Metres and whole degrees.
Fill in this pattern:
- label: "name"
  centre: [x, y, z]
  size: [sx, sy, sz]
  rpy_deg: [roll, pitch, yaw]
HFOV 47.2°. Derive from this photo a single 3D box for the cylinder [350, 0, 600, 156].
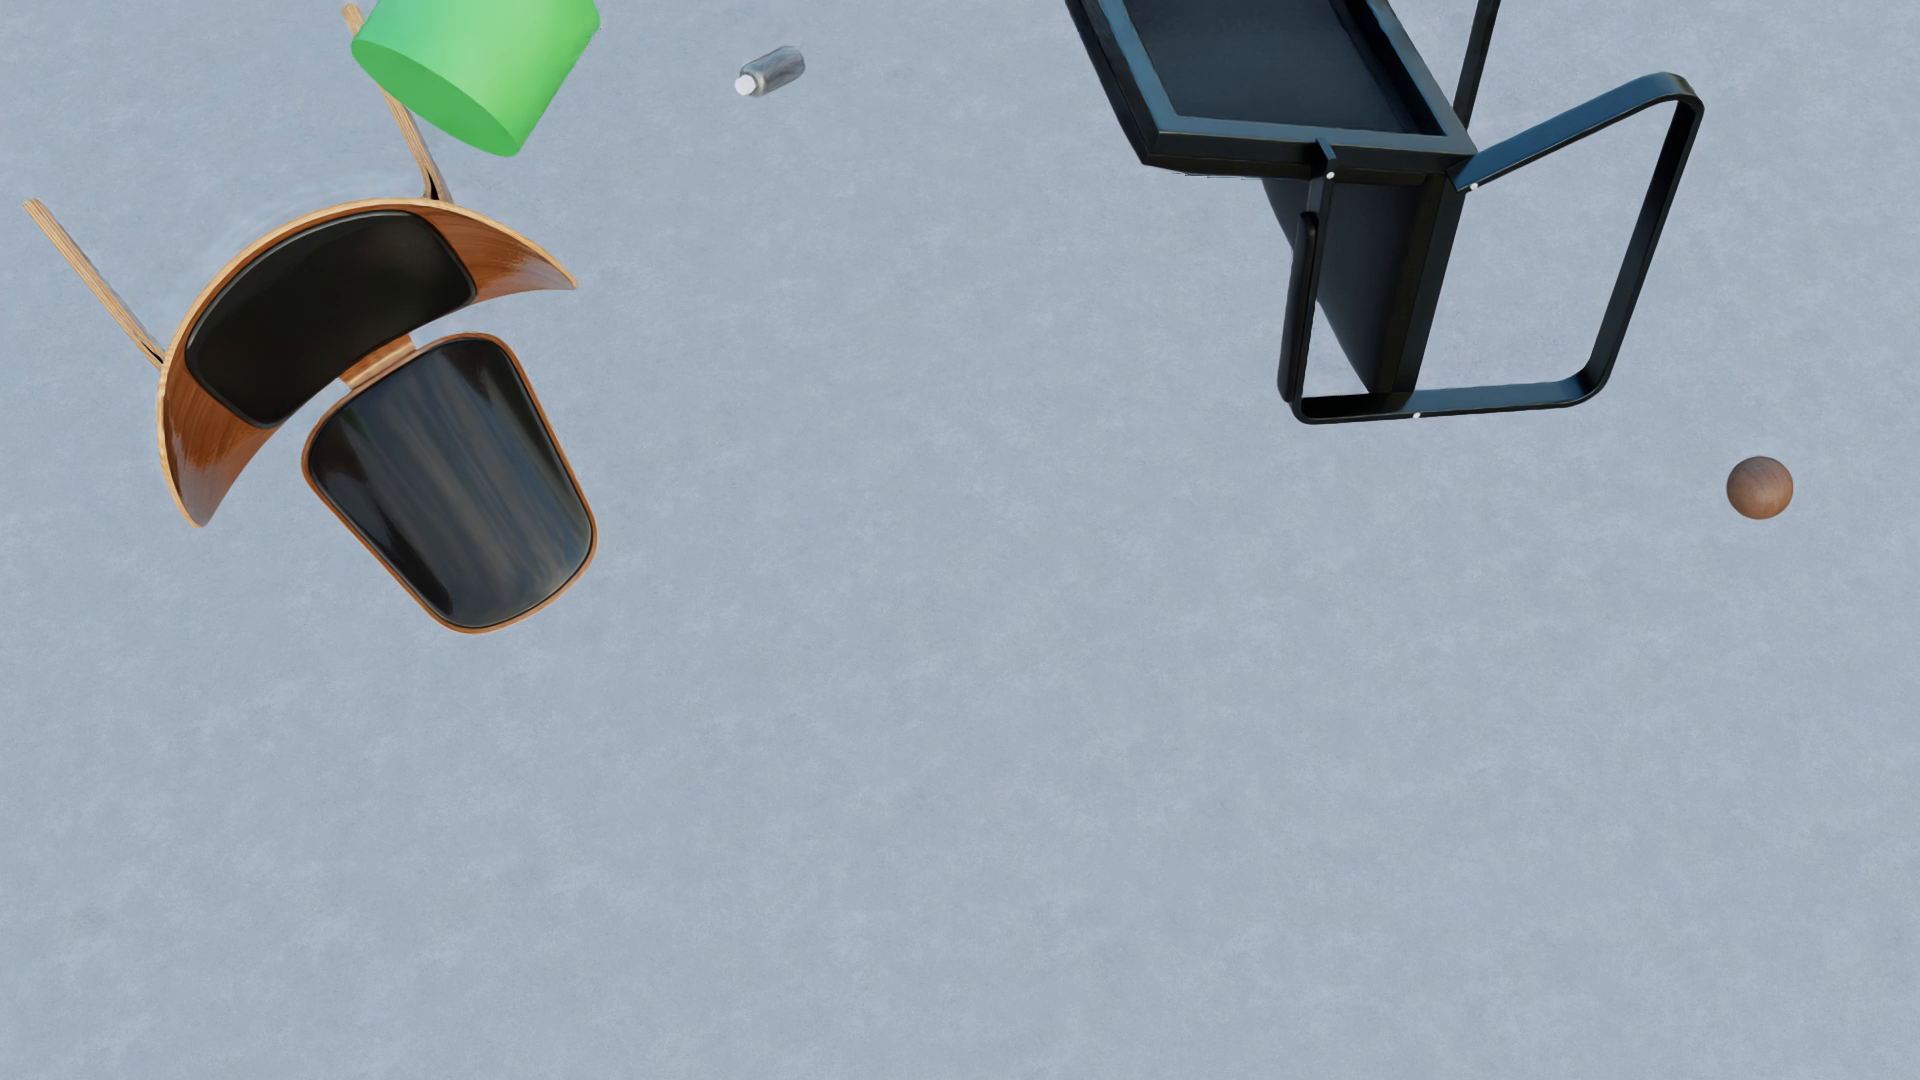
- label: "cylinder"
  centre: [-0.650, -0.678, 2.956]
  size: [0.255, 0.290, 0.211]
  rpy_deg: [34, 80, -21]
